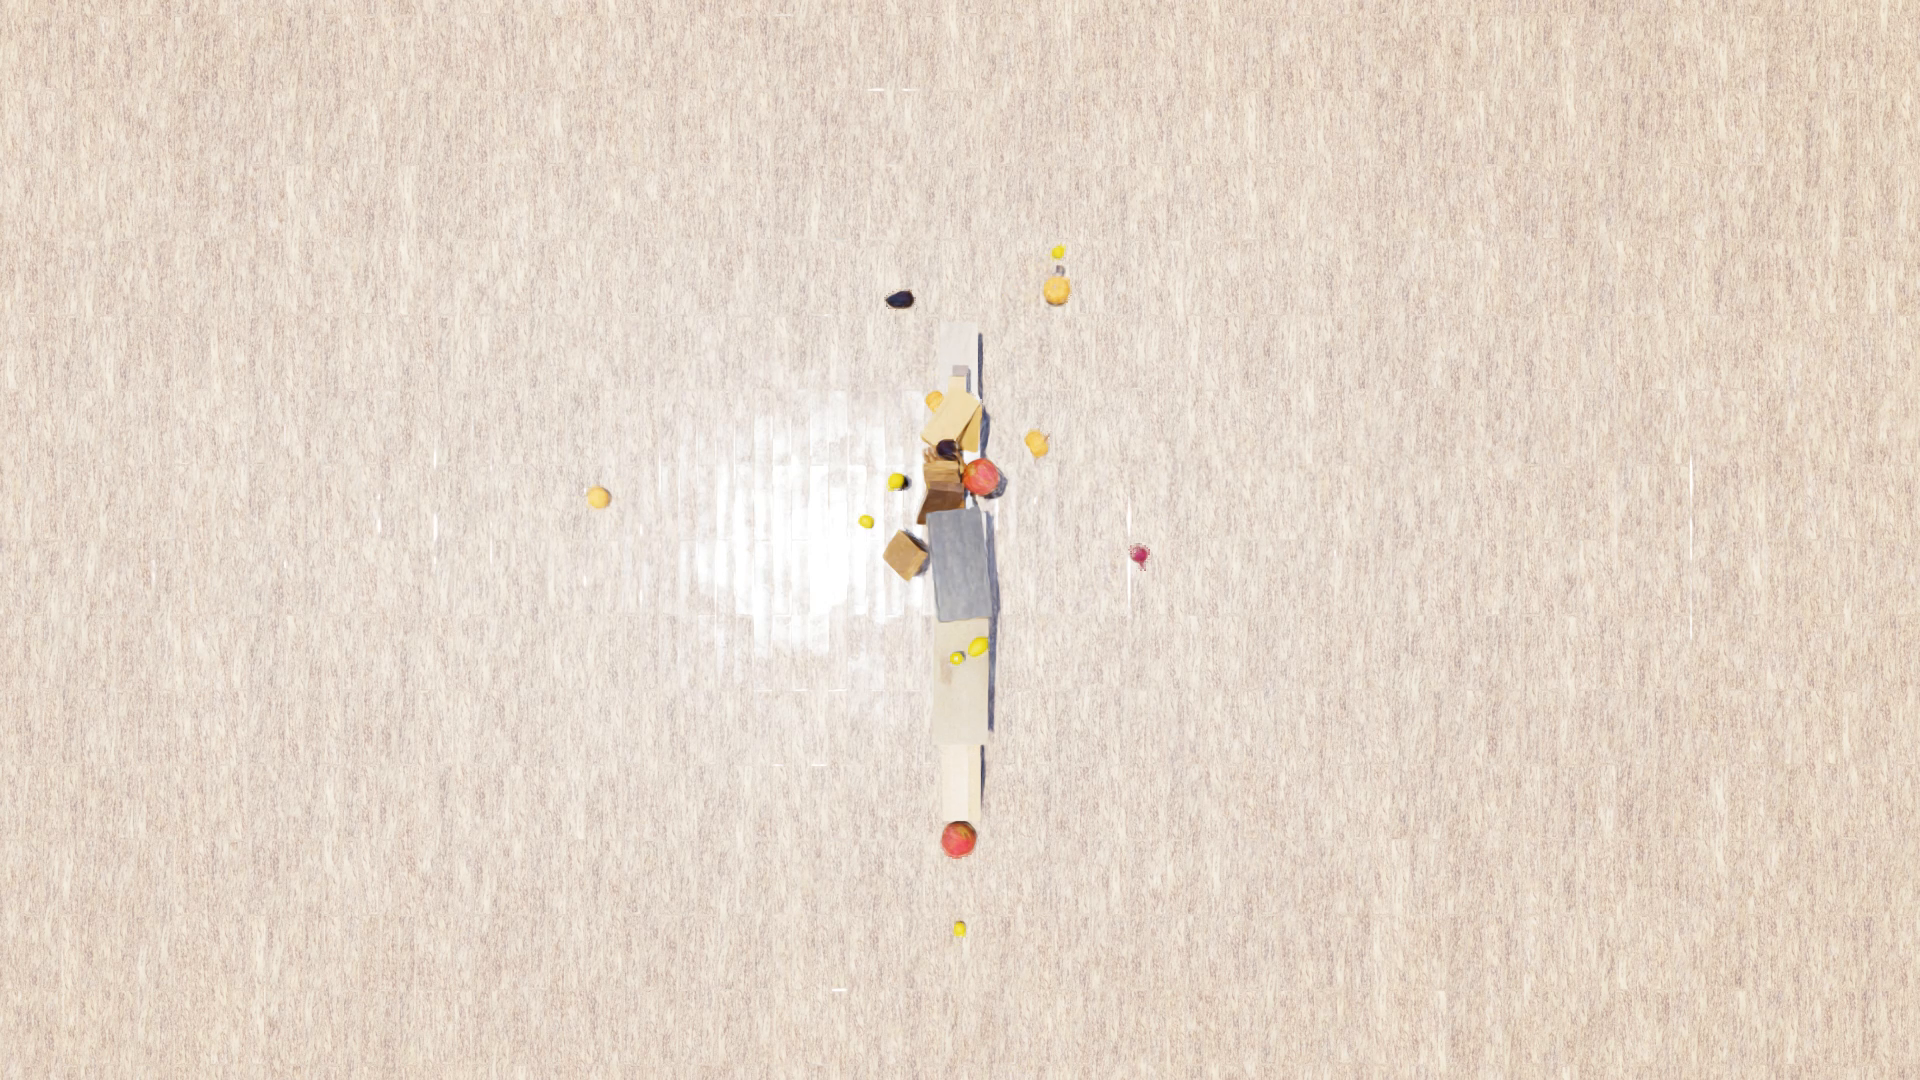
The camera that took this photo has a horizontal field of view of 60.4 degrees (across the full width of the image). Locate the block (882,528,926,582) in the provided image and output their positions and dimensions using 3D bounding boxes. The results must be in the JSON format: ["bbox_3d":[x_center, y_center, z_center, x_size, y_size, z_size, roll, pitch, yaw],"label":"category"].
[{"bbox_3d":[-0.177,0.048,5.218,0.030,0.213,0.107,29,96,-27],"label":"block"}]

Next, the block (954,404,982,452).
[{"bbox_3d":[0.015,-0.348,5.090,0.097,0.194,0.027,6,52,2],"label":"block"}]

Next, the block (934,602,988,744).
[{"bbox_3d":[0.003,0.411,5.080,0.167,0.047,0.444,0,104,0],"label":"block"}]

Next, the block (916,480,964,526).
[{"bbox_3d":[-0.064,-0.109,5.081,0.107,0.213,0.030,6,59,-11],"label":"block"}]

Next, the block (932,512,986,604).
[{"bbox_3d":[-0.002,0.084,5.081,0.167,0.047,0.334,-1,93,0],"label":"block"}]

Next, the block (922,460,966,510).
[{"bbox_3d":[-0.035,-0.099,5.162,0.107,0.471,0.030,-3,58,6],"label":"block"}]

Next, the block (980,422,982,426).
[{"bbox_3d":[0.000,-0.399,5.358,0.142,0.284,0.040,0,90,0],"label":"block"}]

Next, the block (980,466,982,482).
[{"bbox_3d":[0.000,-0.211,5.358,0.142,0.283,0.040,0,90,0],"label":"block"}]

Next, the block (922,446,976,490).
[{"bbox_3d":[-0.032,-0.221,5.080,0.097,0.194,0.027,-15,46,19],"label":"block"}]

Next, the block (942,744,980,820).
[{"bbox_3d":[0.005,0.781,5.325,0.121,0.034,0.242,0,89,0],"label":"block"}]

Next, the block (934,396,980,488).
[{"bbox_3d":[-0.007,-0.307,5.196,0.142,0.040,0.284,-1,90,0],"label":"block"}]

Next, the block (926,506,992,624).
[{"bbox_3d":[-0.003,0.076,5.000,0.167,0.047,0.334,-6,82,-1],"label":"block"}]

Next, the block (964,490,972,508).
[{"bbox_3d":[0.008,-0.135,5.230,0.054,0.015,0.108,-4,88,0],"label":"block"}]

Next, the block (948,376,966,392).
[{"bbox_3d":[-0.009,-0.449,5.056,0.054,0.015,0.109,1,101,4],"label":"block"}]

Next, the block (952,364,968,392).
[{"bbox_3d":[0.002,-0.493,5.119,0.050,0.014,0.100,1,90,0],"label":"block"}]

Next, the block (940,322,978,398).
[{"bbox_3d":[-0.004,-0.571,5.243,0.120,0.034,0.240,0,90,0],"label":"block"}]

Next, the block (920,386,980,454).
[{"bbox_3d":[-0.030,-0.362,4.969,0.097,0.027,0.194,32,75,3],"label":"block"}]
